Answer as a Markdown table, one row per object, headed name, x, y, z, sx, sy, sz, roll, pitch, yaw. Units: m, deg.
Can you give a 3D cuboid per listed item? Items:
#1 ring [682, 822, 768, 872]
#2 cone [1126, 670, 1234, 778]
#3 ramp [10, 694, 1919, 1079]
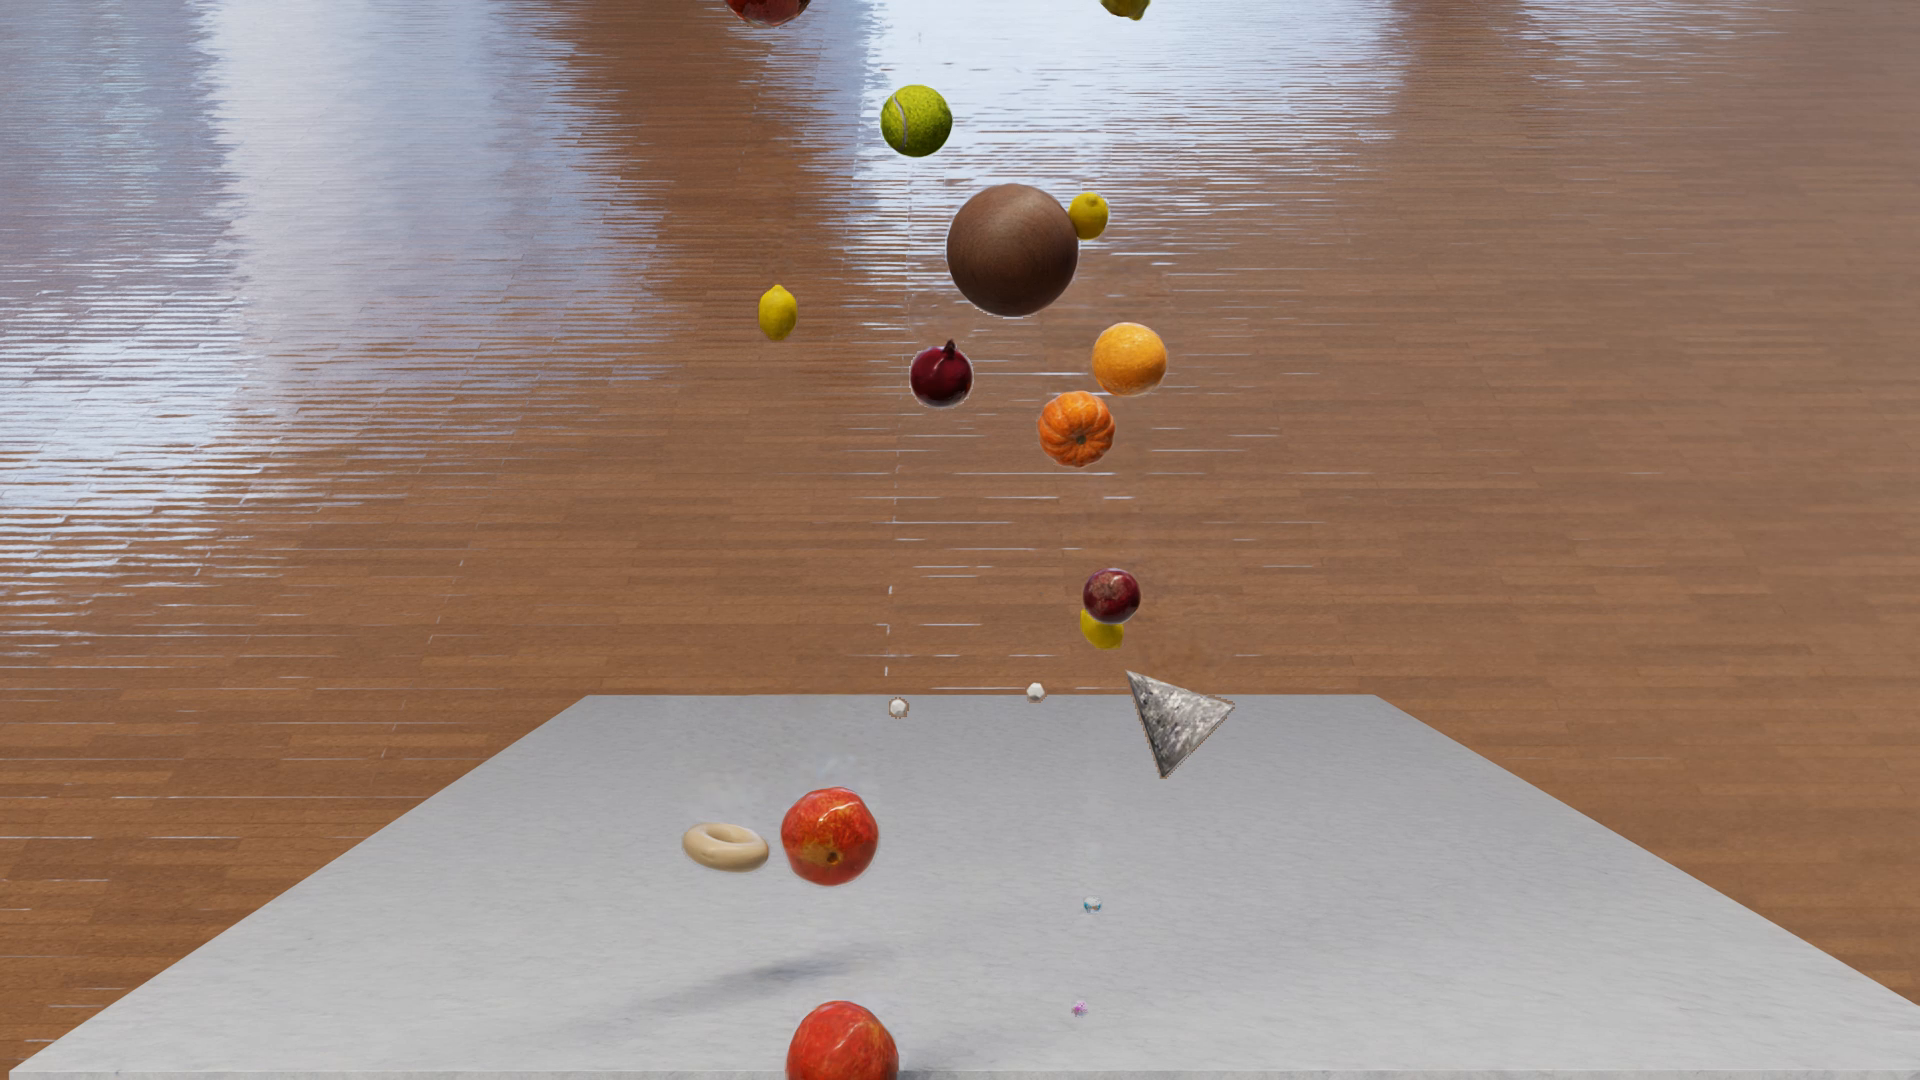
| name | x | y | z | sx | sy | sz | roll | pitch | yaw |
| --- | --- | --- | --- | --- | --- | --- | --- | --- | --- |
| ring | -0.262 | 0.343 | 2.881 | 0.098 | 0.033 | 0.098 | 12 | 11 | -2 |
| cone | 0.191 | 0.157 | 2.440 | 0.097 | 0.097 | 0.097 | 45 | 37 | 7 |
| ramp | 0.056 | 0.509 | 4.552 | 2.000 | 0.100 | 4.000 | 0 | 2 | 0 |
